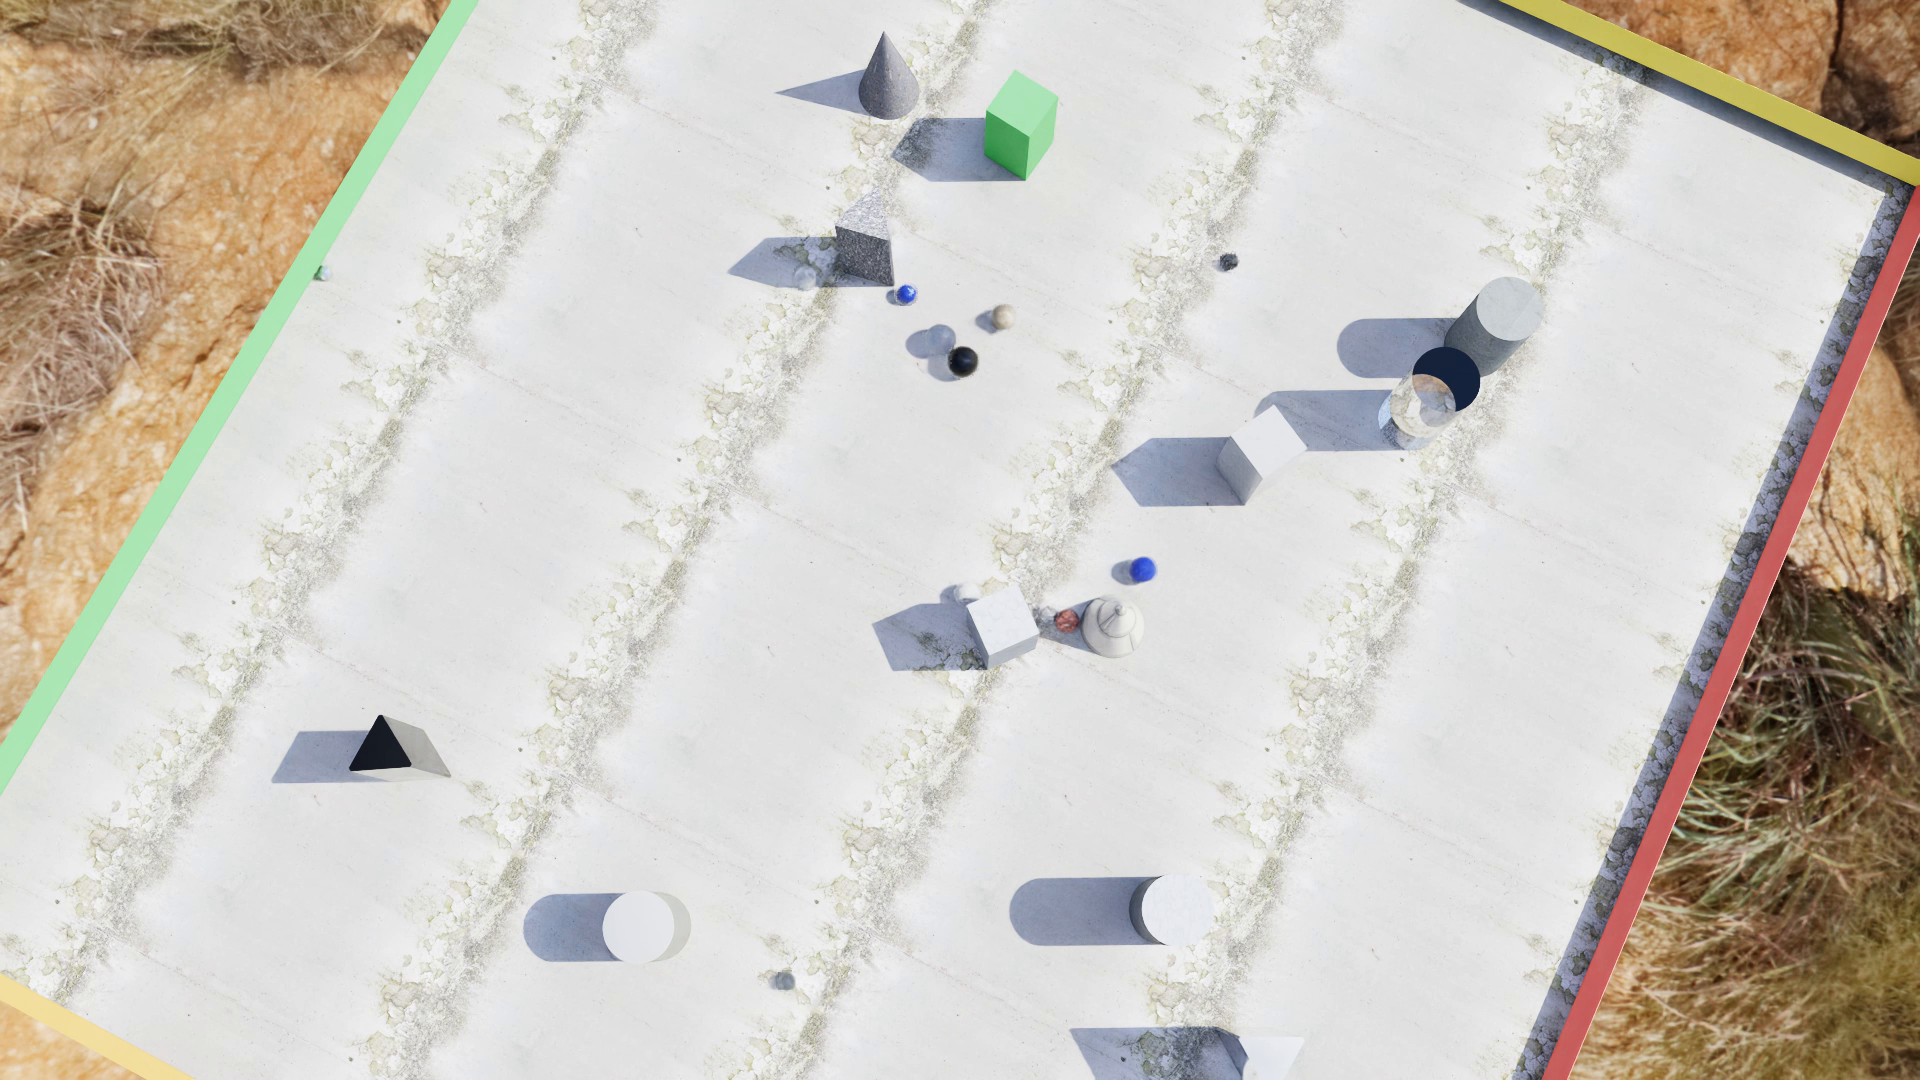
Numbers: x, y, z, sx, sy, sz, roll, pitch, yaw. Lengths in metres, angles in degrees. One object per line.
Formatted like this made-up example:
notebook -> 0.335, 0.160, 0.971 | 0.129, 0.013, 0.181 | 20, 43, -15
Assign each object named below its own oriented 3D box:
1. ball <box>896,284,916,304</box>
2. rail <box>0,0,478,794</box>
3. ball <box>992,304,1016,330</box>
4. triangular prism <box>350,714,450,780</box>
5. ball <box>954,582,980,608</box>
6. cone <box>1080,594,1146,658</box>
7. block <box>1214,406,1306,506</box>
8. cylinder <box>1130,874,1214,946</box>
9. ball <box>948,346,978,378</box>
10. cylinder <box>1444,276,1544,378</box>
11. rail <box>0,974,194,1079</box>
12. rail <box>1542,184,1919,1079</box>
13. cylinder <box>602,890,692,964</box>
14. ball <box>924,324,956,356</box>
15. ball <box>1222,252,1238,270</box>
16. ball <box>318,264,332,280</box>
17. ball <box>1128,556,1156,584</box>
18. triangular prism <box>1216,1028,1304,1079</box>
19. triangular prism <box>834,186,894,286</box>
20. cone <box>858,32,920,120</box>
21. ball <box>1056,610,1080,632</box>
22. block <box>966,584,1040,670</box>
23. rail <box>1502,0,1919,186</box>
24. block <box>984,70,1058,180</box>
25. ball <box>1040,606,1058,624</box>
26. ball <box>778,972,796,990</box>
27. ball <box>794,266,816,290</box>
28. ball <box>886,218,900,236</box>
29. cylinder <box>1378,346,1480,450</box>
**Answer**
ball -> -0.168, -0.771, 5.746 | 0.060, 0.060, 0.060 | 0, 78, 0
rail -> -1.975, -0.960, 5.749 | 0.045, 0.129, 4.844 | 26, 80, 5
ball -> 0.137, -0.696, 5.720 | 0.080, 0.080, 0.080 | 0, 78, 0
triangular prism -> -1.610, 0.599, 5.286 | 0.171, 0.404, 0.148 | -4, 78, -1
ball -> 0.022, 0.165, 5.542 | 0.079, 0.079, 0.079 | 0, 78, 0
cone -> 0.463, 0.226, 5.390 | 0.198, 0.353, 0.198 | 0, 78, 0
block -> 0.895, -0.249, 5.486 | 0.158, 0.357, 0.158 | -34, 80, -7
cylinder -> 0.596, 1.050, 5.199 | 0.198, 0.392, 0.198 | 0, 78, 0
ball -> 0.009, -0.552, 5.681 | 0.098, 0.098, 0.098 | 0, 78, 0
cylinder -> 1.615, -0.642, 5.559 | 0.198, 0.372, 0.198 | 0, 78, 0
rail -> -1.073, 2.108, 5.114 | 4.465, 0.129, 0.045 | 26, 80, 5
rail -> 1.975, 0.974, 5.348 | 0.045, 0.129, 4.844 | 26, 80, 5
cylinder -> -0.887, 1.102, 5.220 | 0.198, 0.330, 0.198 | 0, 78, 0
ball -> -0.061, -0.622, 5.695 | 0.099, 0.099, 0.099 | 0, 78, 0
ball -> 0.852, -0.878, 5.771 | 0.053, 0.053, 0.053 | 0, 78, 0
ball -> -1.998, -0.842, 5.767 | 0.047, 0.047, 0.047 | 0, 78, 0
ball -> 0.553, 0.090, 5.557 | 0.081, 0.081, 0.081 | 0, 78, 0
triangular prism -> 0.805, 1.406, 5.086 | 0.148, 0.469, 0.171 | 31, 80, 6
triangular prism -> -0.268, -0.936, 5.604 | 0.171, 0.404, 0.148 | 17, 79, 3
cone -> -0.229, -1.490, 5.711 | 0.198, 0.419, 0.198 | 0, 78, 0
ball -> 0.325, 0.244, 5.531 | 0.070, 0.070, 0.070 | 0, 78, 0
block -> 0.123, 0.259, 5.400 | 0.158, 0.320, 0.158 | -23, 79, -5
rail -> 1.073, -2.094, 5.983 | 4.465, 0.129, 0.045 | 26, 80, 5
block -> 0.188, -1.288, 5.710 | 0.158, 0.338, 0.158 | 33, 80, 6
ball -> 0.269, 0.226, 5.544 | 0.051, 0.051, 0.051 | 0, 78, 0
ball -> -0.504, 1.283, 5.324 | 0.053, 0.053, 0.053 | 0, 78, 0
ball -> -0.486, -0.823, 5.751 | 0.070, 0.070, 0.070 | 0, 78, 0
ball -> -0.215, -0.989, 5.794 | 0.053, 0.053, 0.053 | 0, 78, 0
cylinder -> 1.399, -0.418, 5.483 | 0.198, 0.431, 0.198 | 0, 78, 0
